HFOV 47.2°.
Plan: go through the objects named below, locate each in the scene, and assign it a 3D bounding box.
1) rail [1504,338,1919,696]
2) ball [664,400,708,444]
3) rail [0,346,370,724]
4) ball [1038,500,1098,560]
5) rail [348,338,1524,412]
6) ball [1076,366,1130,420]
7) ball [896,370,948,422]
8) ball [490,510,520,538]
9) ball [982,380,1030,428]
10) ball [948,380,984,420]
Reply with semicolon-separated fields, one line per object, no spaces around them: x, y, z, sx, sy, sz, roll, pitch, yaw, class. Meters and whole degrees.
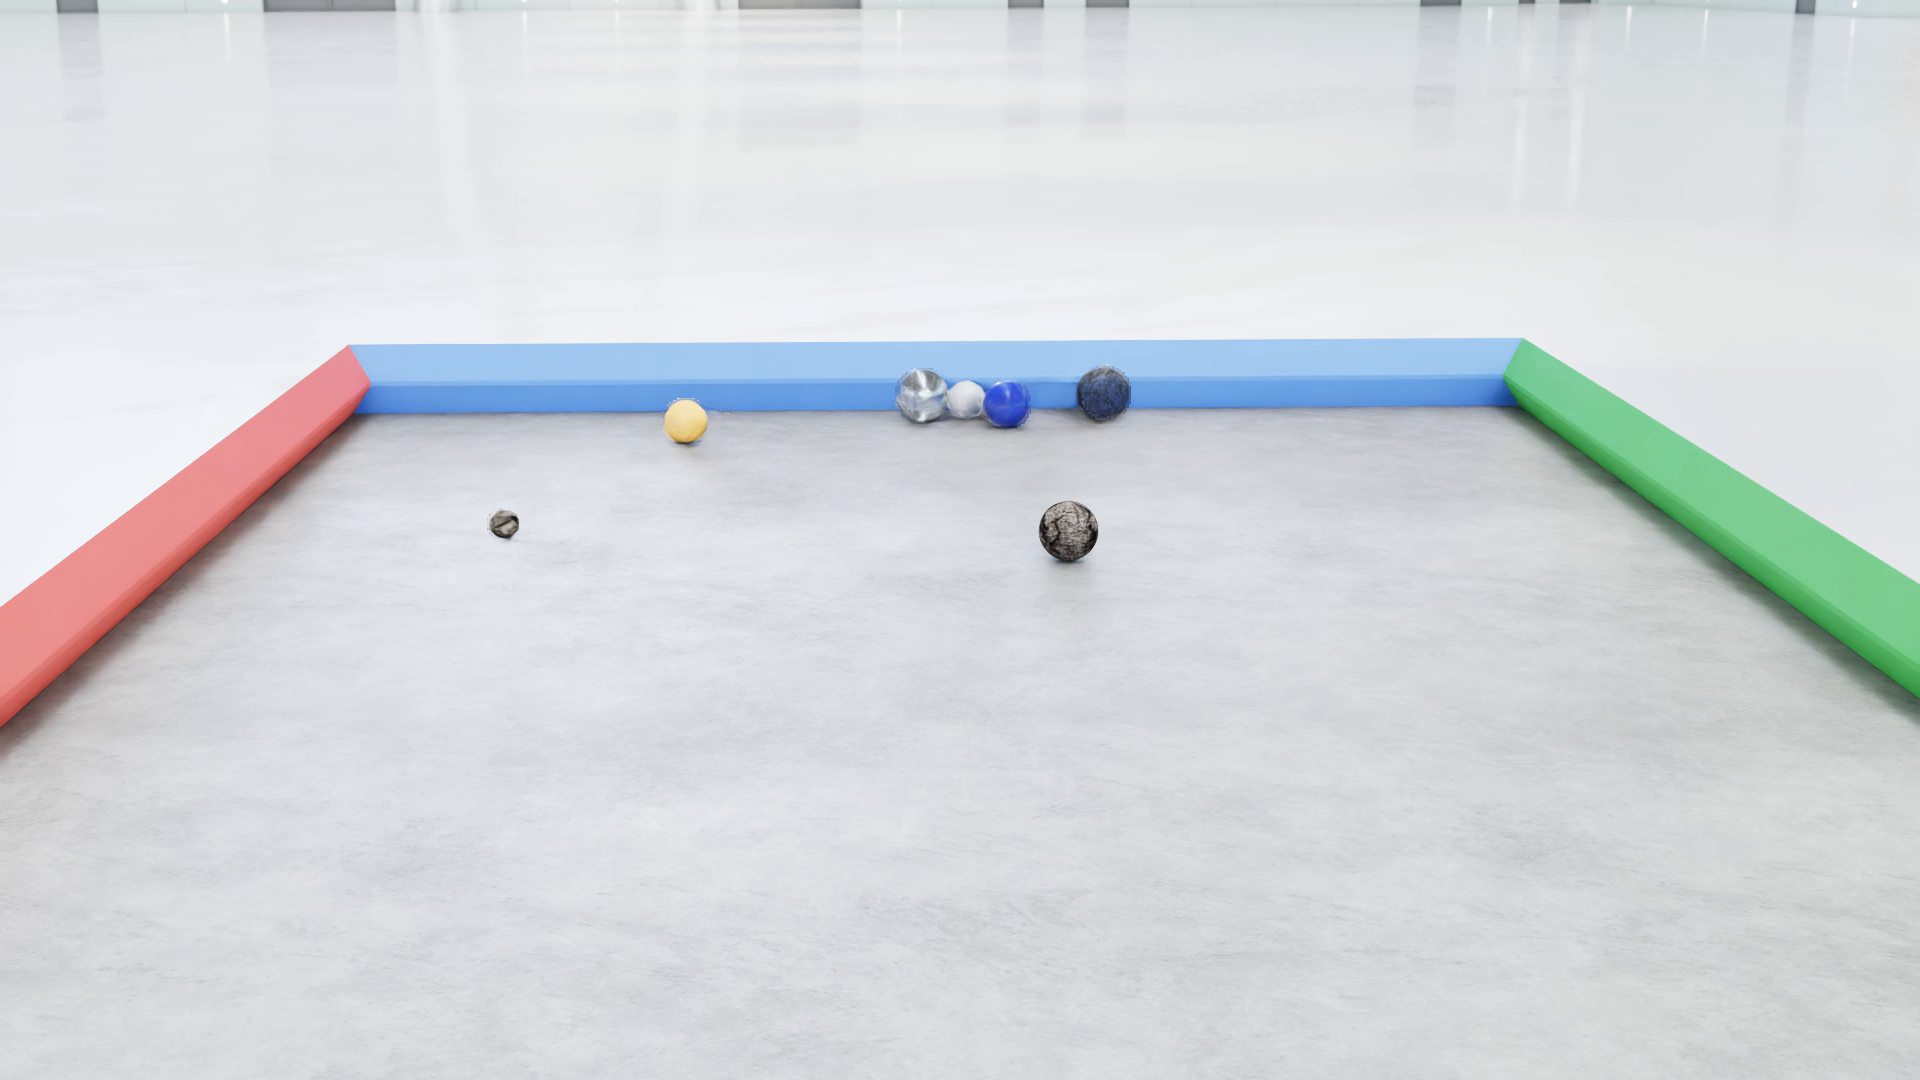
1.034;0.232;1.935;0.045;0.119;4.028;-1;15;-2;rail
-0.448;-0.193;3.591;0.070;0.070;0.070;0;15;0;ball
-0.967;0.249;1.870;0.045;0.119;4.028;-1;15;-2;rail
0.144;-0.012;2.909;0.080;0.080;0.080;0;15;0;ball
-0.033;-0.282;3.822;2.049;0.119;0.045;-1;15;-2;rail
0.244;-0.250;3.760;0.092;0.092;0.092;0;15;0;ball
-0.064;-0.247;3.752;0.089;0.089;0.089;0;15;0;ball
-0.626;-0.022;3.020;0.040;0.040;0.040;0;15;0;ball
0.078;-0.229;3.704;0.079;0.079;0.079;0;15;0;ball
0.011;-0.240;3.771;0.066;0.066;0.066;0;15;0;ball
